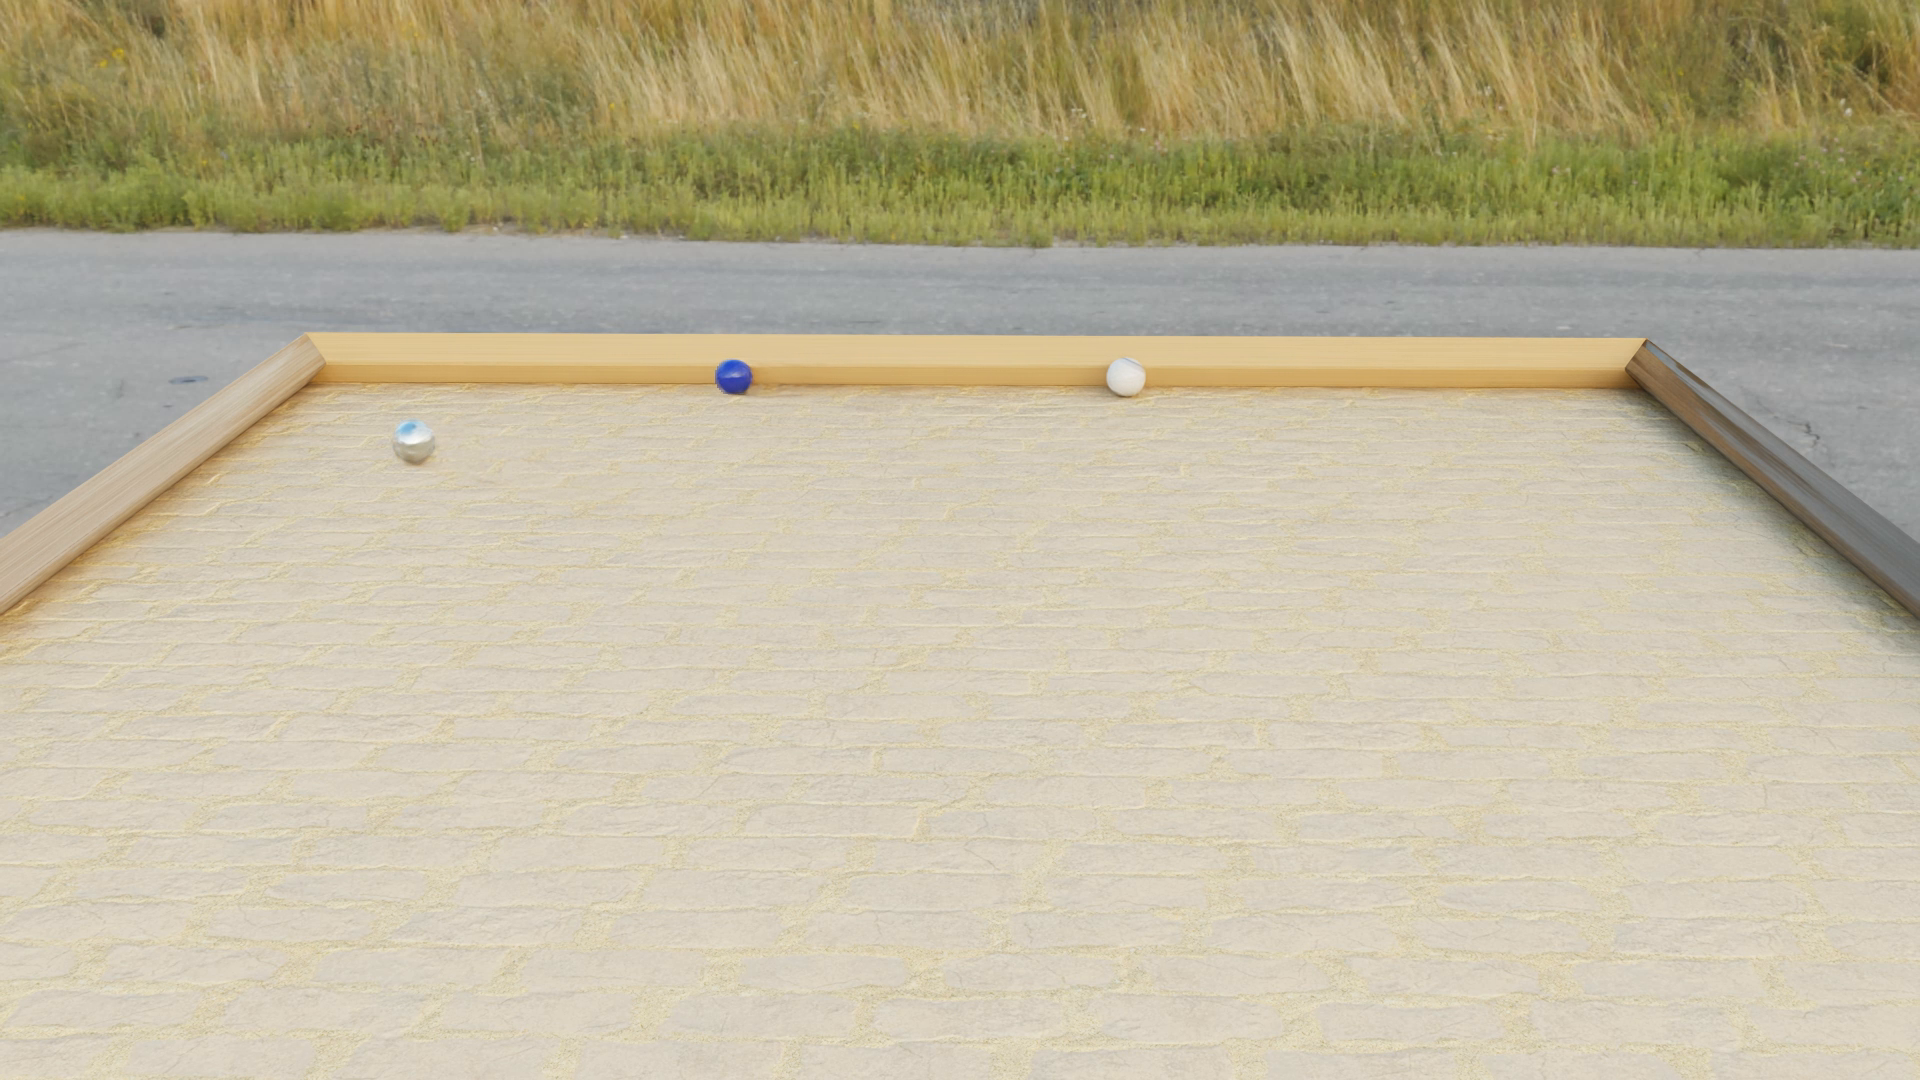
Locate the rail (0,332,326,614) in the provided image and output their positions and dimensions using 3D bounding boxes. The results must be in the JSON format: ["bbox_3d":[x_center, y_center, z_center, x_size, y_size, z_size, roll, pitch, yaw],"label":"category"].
[{"bbox_3d":[-1.117,0.274,1.827,0.045,0.084,3.931,0,17,1],"label":"rail"}]

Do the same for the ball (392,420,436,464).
[{"bbox_3d":[-0.798,-0.144,3.211,0.063,0.063,0.063,0,17,0],"label":"ball"}]

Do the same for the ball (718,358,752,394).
[{"bbox_3d":[-0.371,-0.270,3.624,0.058,0.058,0.058,0,17,0],"label":"ball"}]

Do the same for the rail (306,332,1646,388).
[{"bbox_3d":[0.020,-0.295,3.660,2.241,0.084,0.045,0,17,1],"label":"rail"}]

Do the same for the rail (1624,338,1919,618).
[{"bbox_3d":[1.076,0.288,1.784,0.045,0.084,3.931,0,17,1],"label":"rail"}]

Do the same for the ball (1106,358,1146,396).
[{"bbox_3d":[0.272,-0.267,3.606,0.064,0.064,0.064,0,17,0],"label":"ball"}]
